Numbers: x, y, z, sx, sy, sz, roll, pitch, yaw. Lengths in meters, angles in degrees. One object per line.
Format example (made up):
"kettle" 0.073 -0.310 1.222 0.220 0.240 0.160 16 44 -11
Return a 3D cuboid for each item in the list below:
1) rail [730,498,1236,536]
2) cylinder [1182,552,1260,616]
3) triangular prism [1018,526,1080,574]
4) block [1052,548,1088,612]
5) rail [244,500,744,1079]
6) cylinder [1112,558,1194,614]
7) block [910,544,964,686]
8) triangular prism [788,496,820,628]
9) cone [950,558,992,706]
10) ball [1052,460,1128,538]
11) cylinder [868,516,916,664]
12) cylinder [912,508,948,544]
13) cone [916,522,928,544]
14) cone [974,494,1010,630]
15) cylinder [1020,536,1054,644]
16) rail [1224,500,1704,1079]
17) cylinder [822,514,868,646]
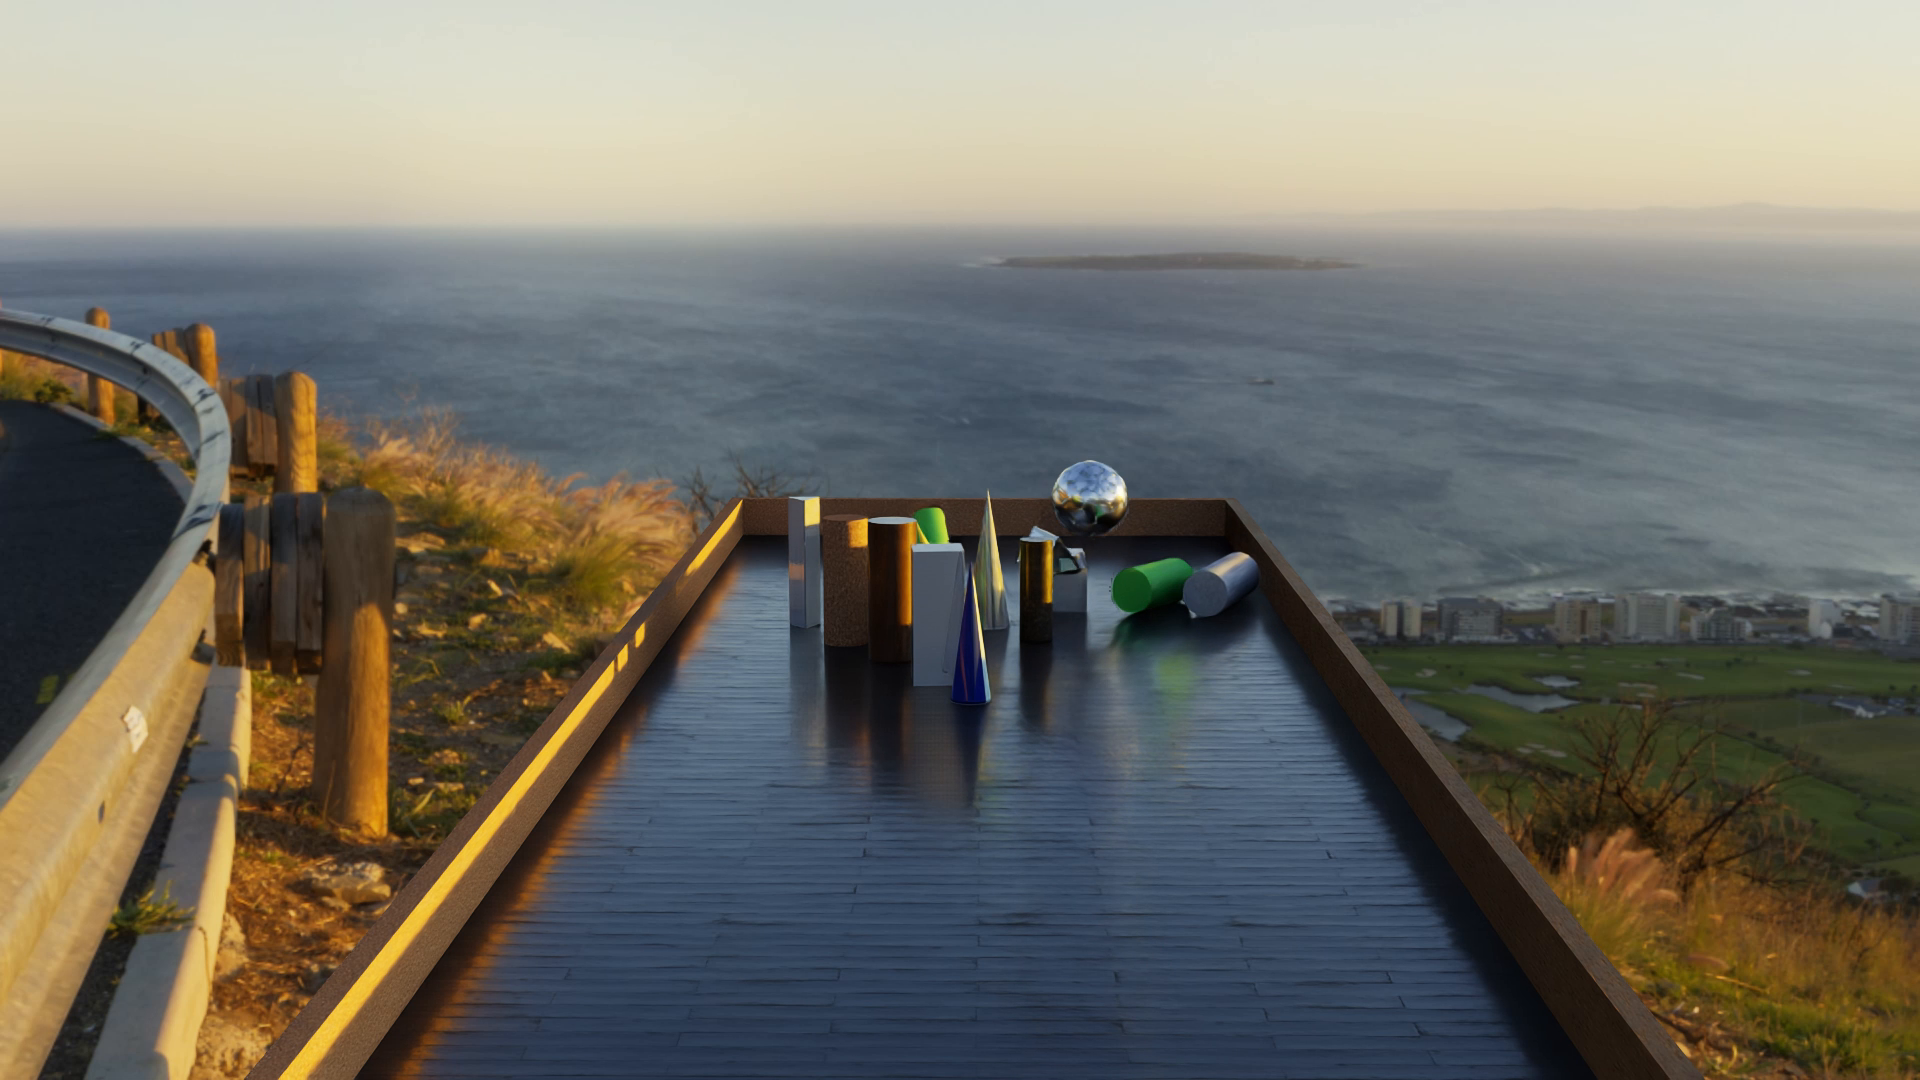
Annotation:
"rail" 0.099 -0.098 9.147 2.100 0.150 0.050 0 9 1
"cylinder" 0.901 0.150 7.562 0.157 0.157 0.416 4 10 22
"triangular prism" 0.296 0.032 7.410 0.138 0.120 0.355 -5 7 -10
"block" 0.361 0.137 7.669 0.149 0.149 0.406 0 9 1
"rail" -1.004 0.839 3.234 0.050 0.150 12.000 0 9 1
"cylinder" 0.665 0.154 7.530 0.153 0.153 0.309 6 10 34
"block" -0.066 0.215 6.394 0.147 0.393 0.147 -1 9 -4
"triangular prism" -0.498 0.070 7.216 0.086 0.422 0.100 -6 11 -34
"cone" 0.030 0.250 6.139 0.115 0.405 0.115 0 9 0
"ball" 0.468 -0.147 7.919 0.277 0.277 0.277 0 9 0
"cylinder" -0.205 0.153 6.675 0.149 0.429 0.149 0 9 0
"cylinder" -0.071 0.106 7.062 0.103 0.427 0.103 -8 -27 -4
"cone" -0.070 0.132 6.825 0.148 0.396 0.148 -19 1 0
"cone" 0.091 0.057 7.197 0.149 0.455 0.149 0 9 0
"cylinder" 0.241 0.159 6.960 0.105 0.328 0.105 0 9 0
"rail" 1.046 0.843 3.208 0.050 0.150 12.000 0 9 1
"cylinder" -0.361 0.126 6.937 0.141 0.399 0.141 0 9 0
